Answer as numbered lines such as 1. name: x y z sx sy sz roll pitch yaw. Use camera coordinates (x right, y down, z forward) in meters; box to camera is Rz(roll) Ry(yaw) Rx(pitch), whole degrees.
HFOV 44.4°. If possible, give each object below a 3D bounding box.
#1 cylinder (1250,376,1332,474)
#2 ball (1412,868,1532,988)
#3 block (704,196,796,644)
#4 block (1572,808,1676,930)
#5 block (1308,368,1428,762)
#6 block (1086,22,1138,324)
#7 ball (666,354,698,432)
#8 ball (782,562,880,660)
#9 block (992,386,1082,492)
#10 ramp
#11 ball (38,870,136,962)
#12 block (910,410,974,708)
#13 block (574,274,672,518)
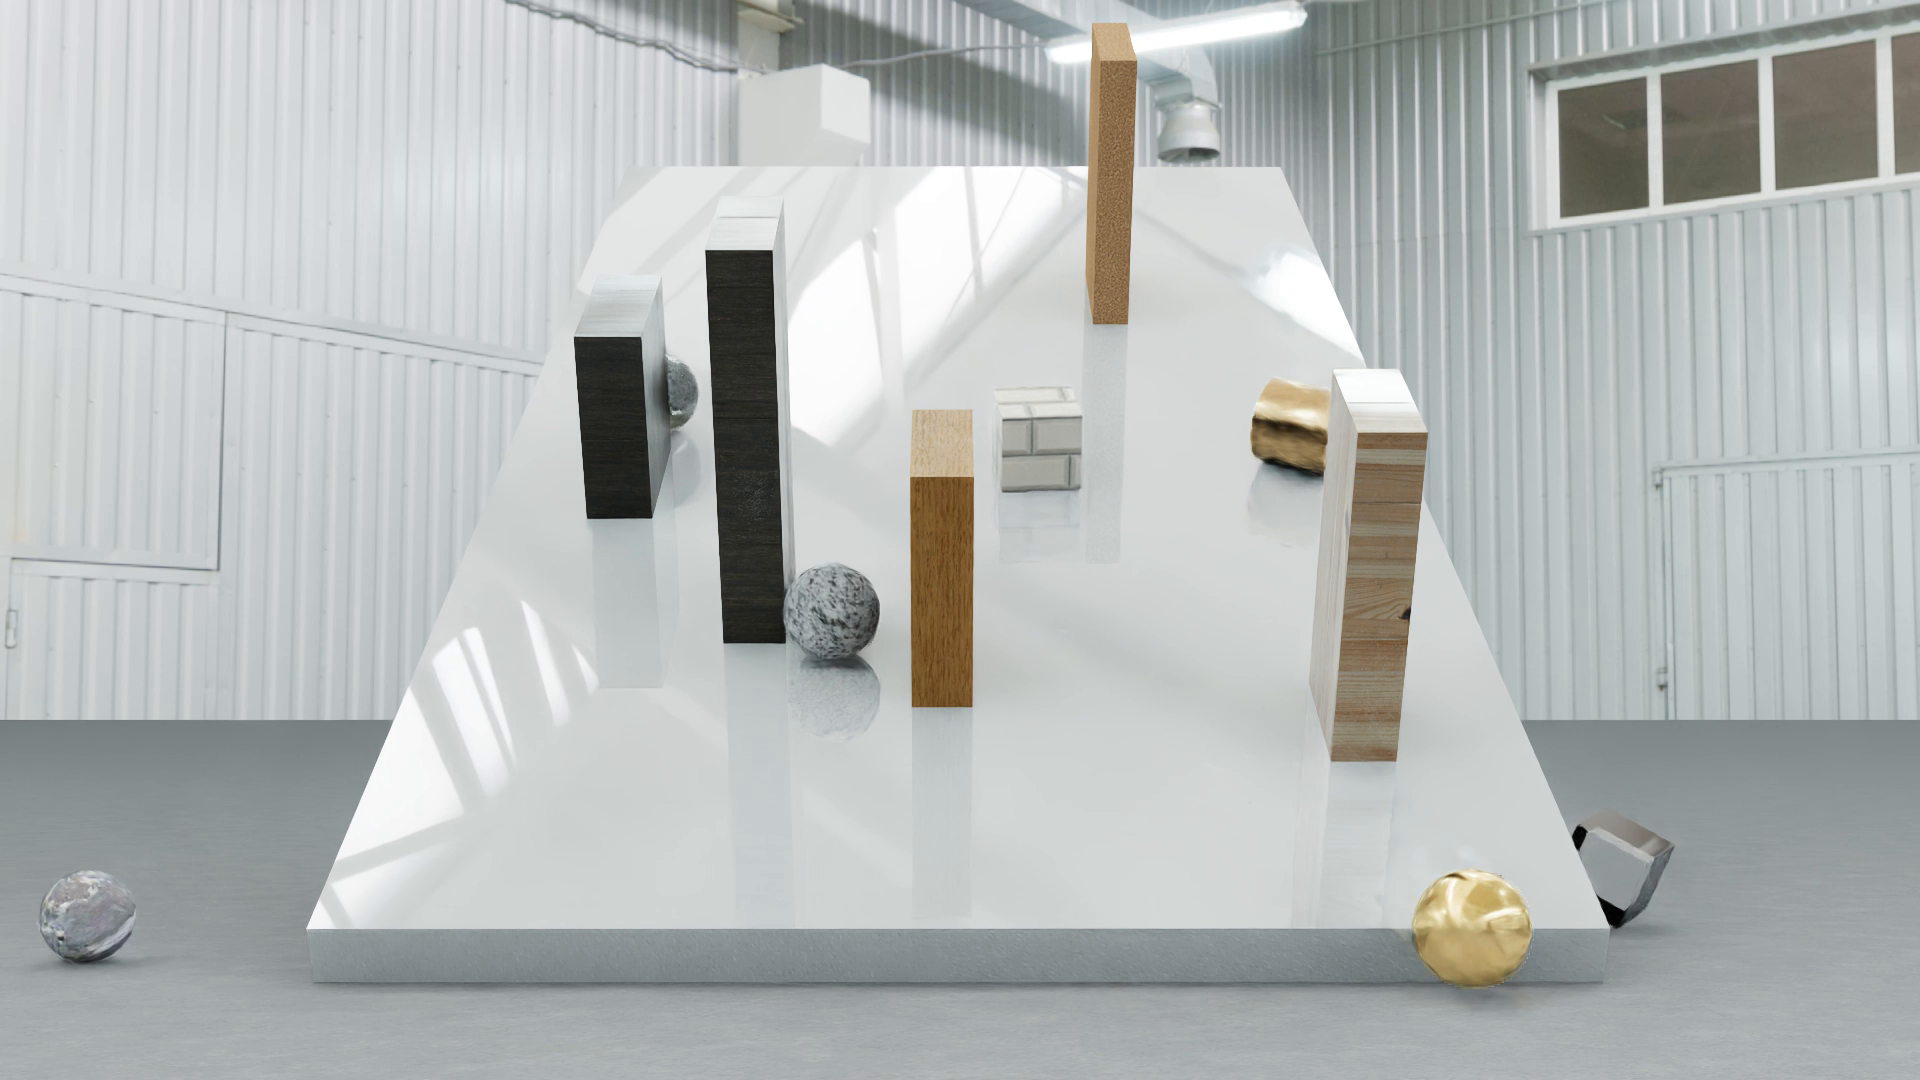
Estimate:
1. cylinder: 0.761 -0.246 5.139 0.187 0.187 0.187 16 4 30
2. ball: 0.757 0.574 3.481 0.173 0.173 0.173 0 -4 0
3. block: -0.387 -0.223 4.407 0.118 0.778 0.312 0 26 0
4. block: 1.278 0.641 4.609 0.151 0.151 0.151 30 24 30
5. block: 0.696 0.044 4.047 0.113 0.616 0.278 0 26 0
6. block: 0.383 -0.937 6.004 0.089 0.678 0.385 0 26 0
7. ball: -0.682 -0.330 5.310 0.185 0.185 0.185 0 -4 0
8. ball: -0.238 0.132 4.360 0.180 0.180 0.180 0 -4 0
9. block: 0.166 -0.220 5.101 0.172 0.172 0.172 -2 26 -5
10. ramp: -0.010 -0.229 5.431 2.000 0.100 4.000 0 26 0
11. ball: -1.465 0.631 3.950 0.154 0.154 0.154 0 -4 0
12. block: -0.032 0.031 4.257 0.110 0.453 0.299 0 26 0
13. block: -0.714 -0.309 5.010 0.137 0.407 0.375 0 26 0
